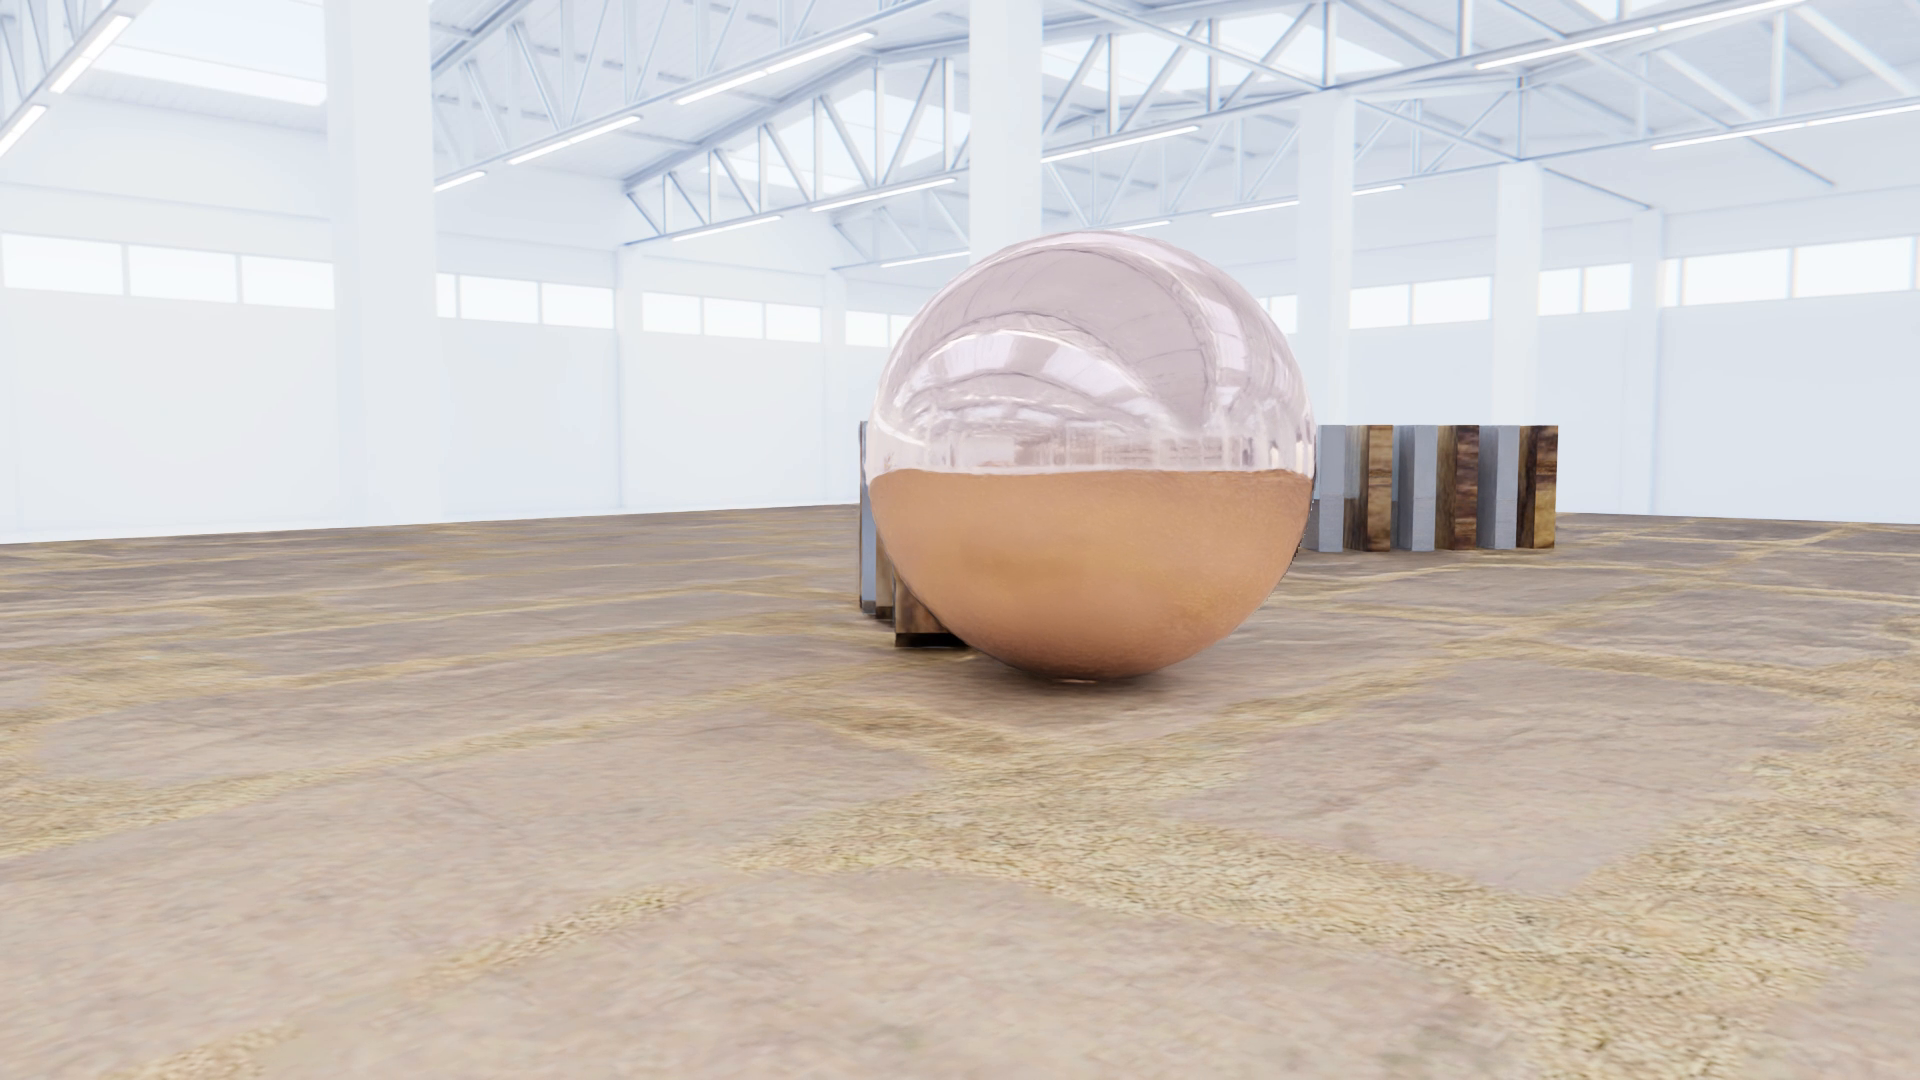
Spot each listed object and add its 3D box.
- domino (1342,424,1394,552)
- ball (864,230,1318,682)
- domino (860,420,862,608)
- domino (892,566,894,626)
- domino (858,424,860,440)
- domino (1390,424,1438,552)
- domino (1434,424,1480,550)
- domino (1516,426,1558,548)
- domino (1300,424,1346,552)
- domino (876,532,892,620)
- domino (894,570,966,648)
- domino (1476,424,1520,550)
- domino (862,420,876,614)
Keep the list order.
[{"bbox_3d":[0.164,-0.021,0.516,0.010,0.050,0.025,-1,4,-7],"label":"domino"},{"bbox_3d":[0.023,-0.015,0.231,0.080,0.080,0.080,0,4,0],"label":"ball"},{"bbox_3d":[-0.014,-0.007,0.338,0.025,0.050,0.009,0,-24,-4],"label":"domino"},{"bbox_3d":[-0.004,-0.005,0.306,0.025,0.050,0.010,0,-23,-5],"label":"domino"},{"bbox_3d":[-0.014,-0.008,0.350,0.025,0.050,0.009,-3,-26,-4],"label":"domino"},{"bbox_3d":[0.181,-0.021,0.519,0.009,0.050,0.025,-1,4,-11],"label":"domino"},{"bbox_3d":[0.199,-0.022,0.523,0.010,0.050,0.025,-1,4,-13],"label":"domino"},{"bbox_3d":[0.235,-0.022,0.531,0.010,0.050,0.025,-1,4,-12],"label":"domino"},{"bbox_3d":[0.145,-0.021,0.515,0.009,0.050,0.025,0,4,-2],"label":"domino"},{"bbox_3d":[-0.008,-0.006,0.317,0.025,0.050,0.009,0,-23,-4],"label":"domino"},{"bbox_3d":[-0.002,-0.002,0.274,0.025,0.050,0.009,0,-23,-5],"label":"domino"},{"bbox_3d":[0.217,-0.022,0.527,0.010,0.050,0.025,-1,4,-13],"label":"domino"},{"bbox_3d":[-0.012,-0.006,0.327,0.025,0.050,0.009,0,-23,-4],"label":"domino"}]
